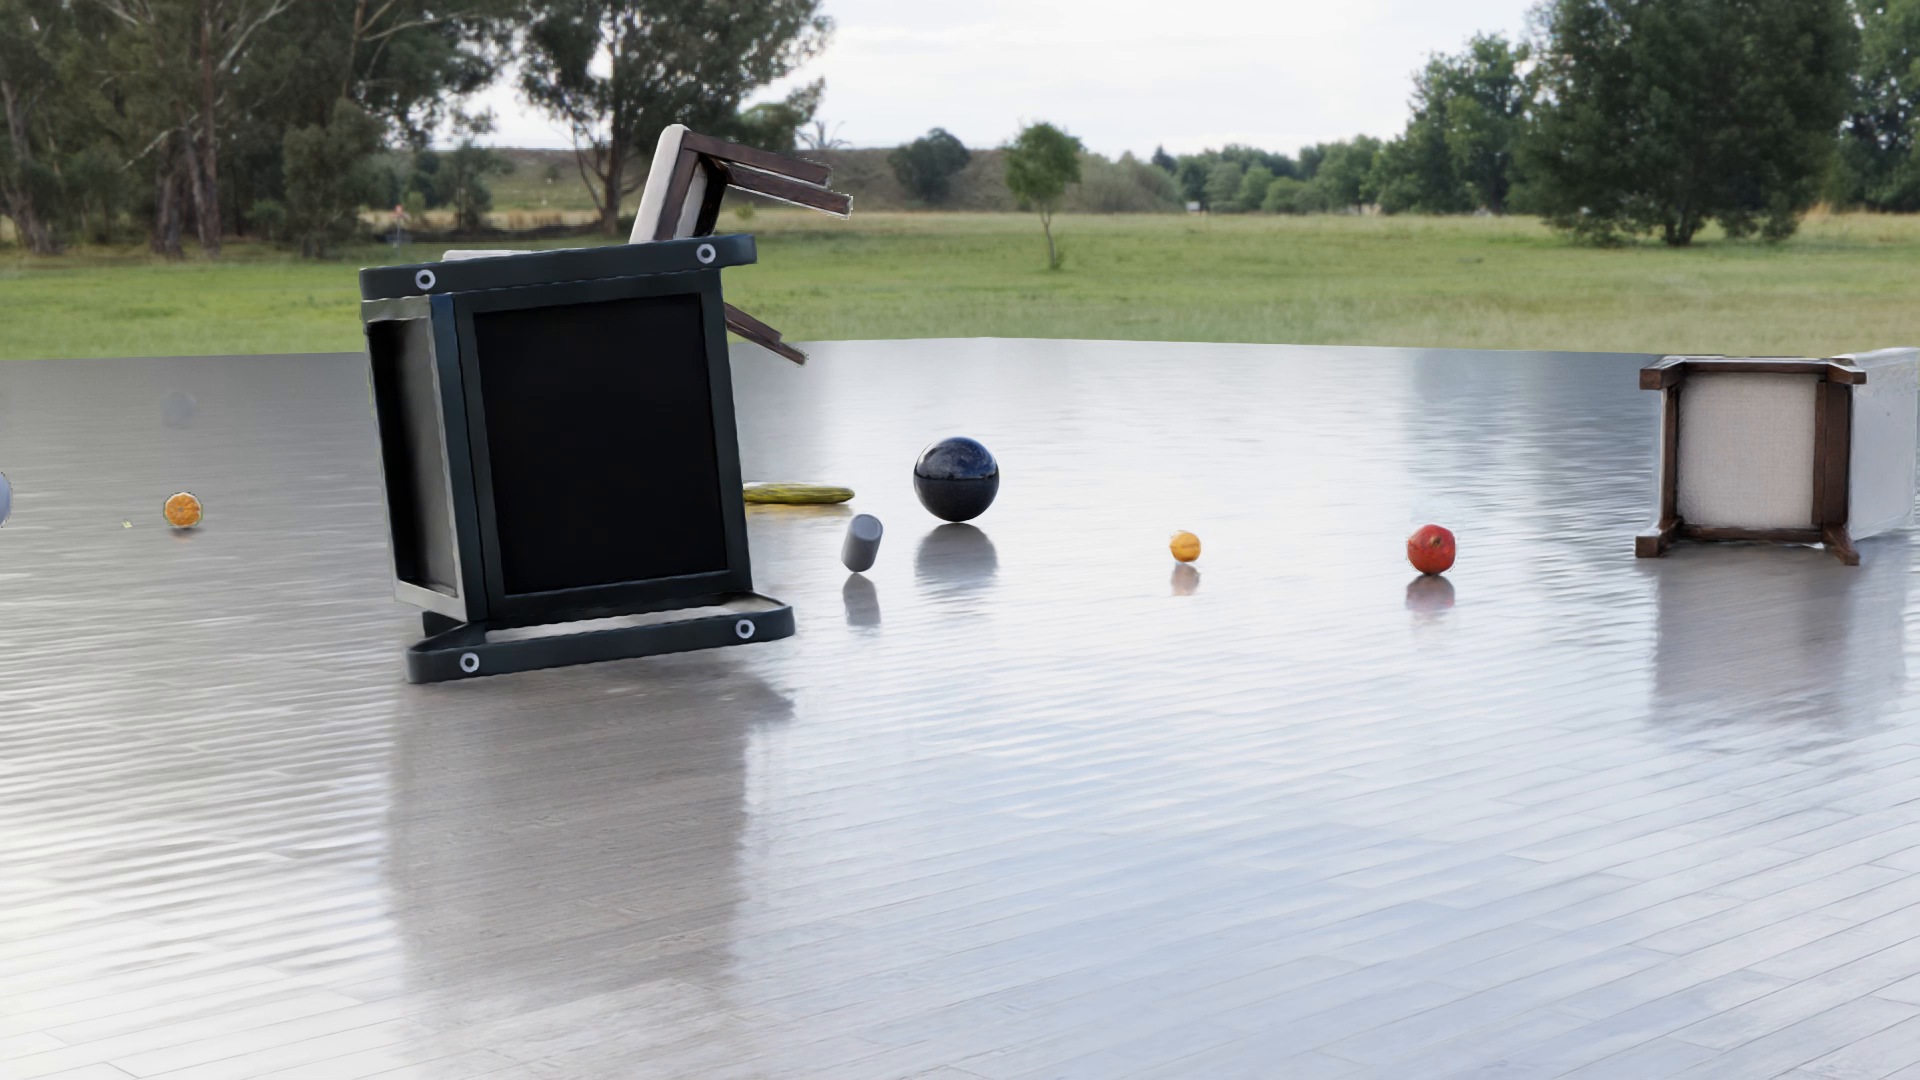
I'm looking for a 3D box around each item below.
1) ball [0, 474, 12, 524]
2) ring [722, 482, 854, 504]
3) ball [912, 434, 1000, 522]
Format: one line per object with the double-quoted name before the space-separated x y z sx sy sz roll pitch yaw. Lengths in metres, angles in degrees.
"ball" -2.499 -0.103 6.483 0.191 0.191 0.191 0 6 0
"ring" -0.502 -0.137 7.484 0.412 0.053 0.193 1 6 15
"ball" -0.009 -0.164 6.861 0.234 0.234 0.234 0 6 0
